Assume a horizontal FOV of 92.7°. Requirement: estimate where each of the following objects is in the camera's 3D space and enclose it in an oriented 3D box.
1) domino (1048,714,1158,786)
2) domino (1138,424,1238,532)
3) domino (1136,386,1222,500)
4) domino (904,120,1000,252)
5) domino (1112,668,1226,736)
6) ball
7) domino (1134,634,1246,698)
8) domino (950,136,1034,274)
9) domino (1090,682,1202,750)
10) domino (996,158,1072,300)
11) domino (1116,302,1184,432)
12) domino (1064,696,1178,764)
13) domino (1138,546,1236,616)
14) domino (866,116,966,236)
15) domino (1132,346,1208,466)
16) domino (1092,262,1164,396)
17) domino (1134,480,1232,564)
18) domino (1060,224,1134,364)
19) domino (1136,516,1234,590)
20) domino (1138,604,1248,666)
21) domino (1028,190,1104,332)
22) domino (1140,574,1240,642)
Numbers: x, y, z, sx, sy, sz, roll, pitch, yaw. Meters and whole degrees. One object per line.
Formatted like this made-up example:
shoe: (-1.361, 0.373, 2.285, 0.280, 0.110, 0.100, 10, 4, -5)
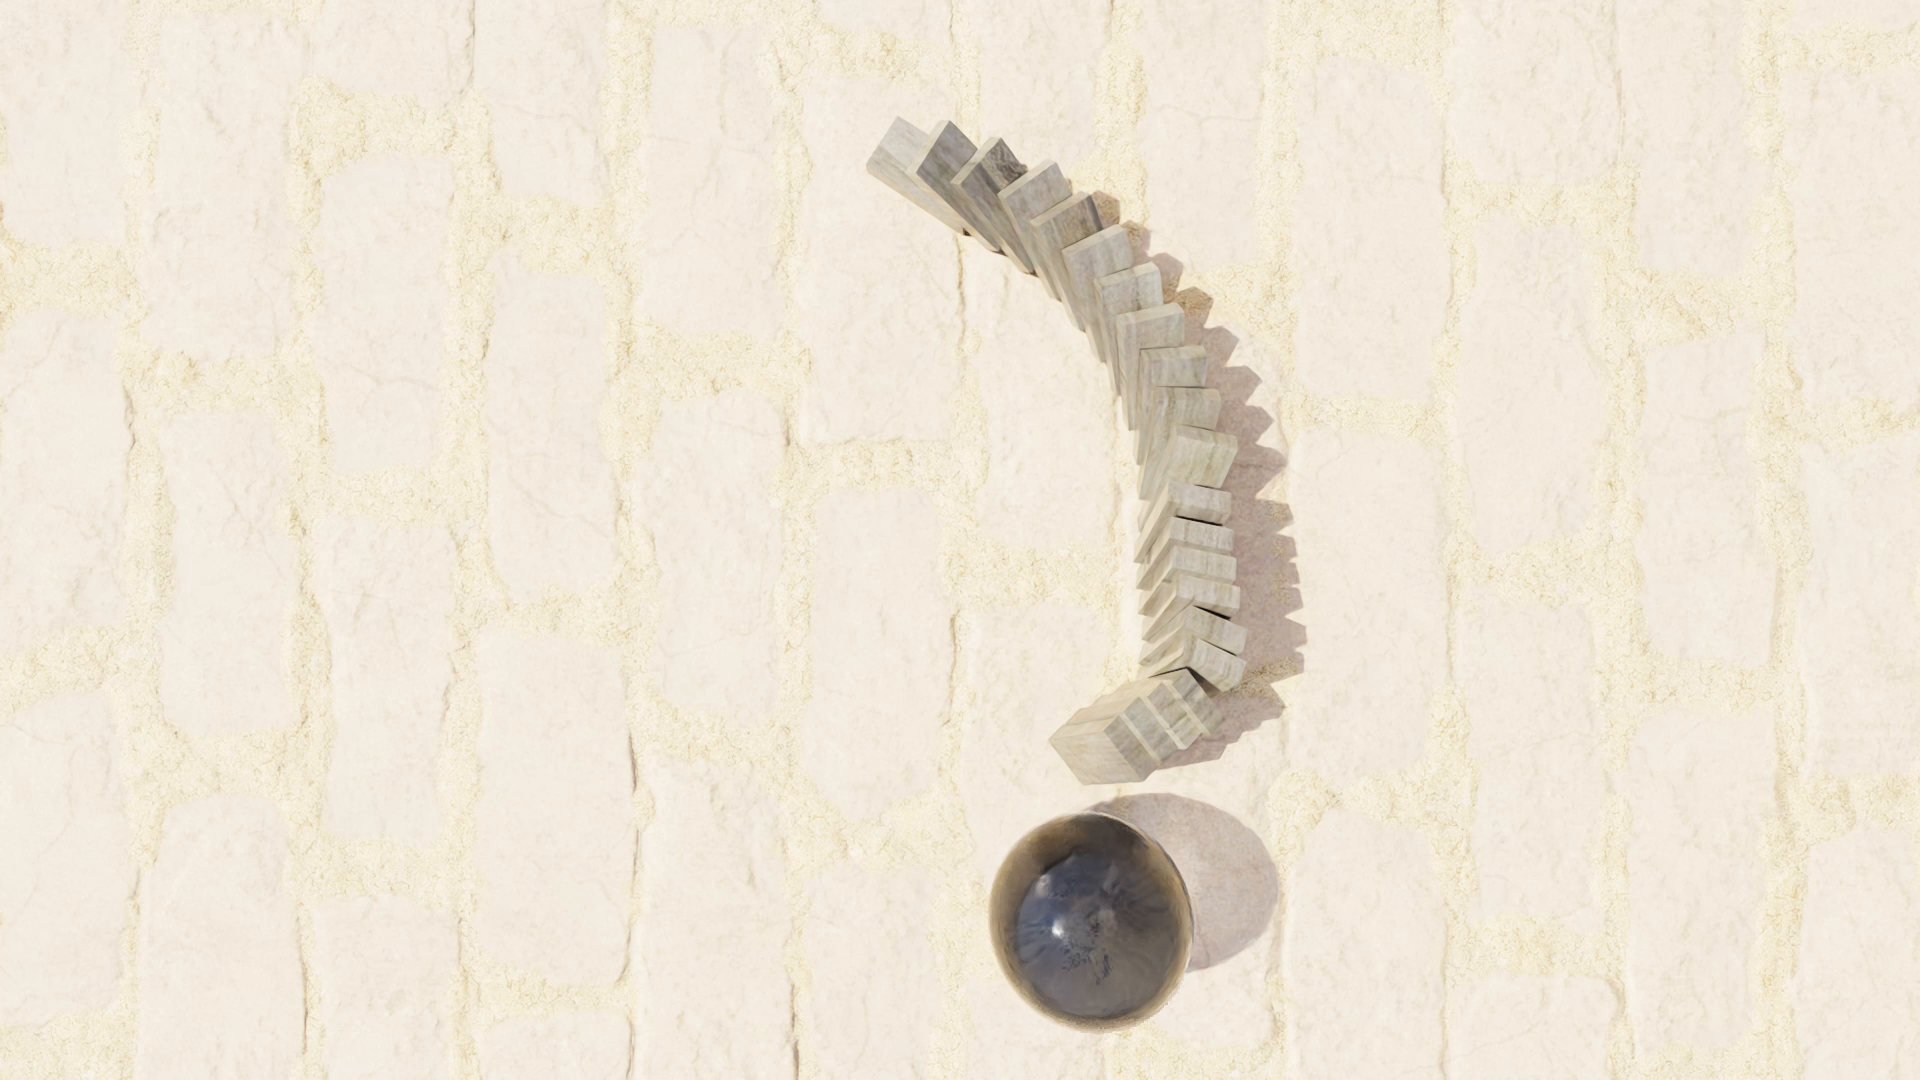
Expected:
domino: (0.057, 0.087, 0.375, 0.010, 0.050, 0.025, -38, 90, -26)
domino: (0.094, -0.023, 0.380, 0.025, 0.010, 0.050, 12, 129, -2)
domino: (0.090, -0.039, 0.380, 0.025, 0.009, 0.050, 3, 130, 0)
domino: (0.004, -0.146, 0.381, 0.050, 0.010, 0.025, 33, 91, -36)
domino: (0.083, 0.069, 0.375, 0.010, 0.050, 0.025, -38, 90, -26)
ball: (0.051, 0.148, 0.360, 0.080, 0.080, 0.080, 0, 90, 0)
domino: (0.093, 0.056, 0.375, 0.025, 0.050, 0.010, 26, 63, -1)
domino: (0.021, -0.139, 0.381, 0.025, 0.009, 0.050, -49, 126, -1)
domino: (0.074, 0.074, 0.375, 0.010, 0.050, 0.025, -38, 90, -26)
domino: (0.038, -0.129, 0.382, 0.025, 0.009, 0.050, -35, 125, 0)
domino: (0.080, -0.071, 0.381, 0.025, 0.010, 0.050, -12, 129, 0)
domino: (0.065, 0.080, 0.375, 0.009, 0.050, 0.025, -38, 90, -26)
domino: (0.092, 0.020, 0.376, 0.025, 0.050, 0.010, 12, 64, 0)
domino: (-0.013, -0.157, 0.395, 0.050, 0.010, 0.025, 34, 90, 0)
domino: (0.087, -0.055, 0.381, 0.025, 0.010, 0.050, -4, 129, 0)
domino: (0.072, -0.087, 0.382, 0.025, 0.009, 0.050, -17, 126, 0)
domino: (0.090, -0.004, 0.376, 0.025, 0.050, 0.009, 11, 60, 0)
domino: (0.062, -0.102, 0.382, 0.025, 0.009, 0.050, -25, 126, 0)
domino: (0.091, 0.009, 0.376, 0.025, 0.050, 0.009, 12, 64, 0)
domino: (0.094, 0.044, 0.376, 0.025, 0.050, 0.010, 23, 63, 0)
domino: (0.050, -0.115, 0.382, 0.025, 0.009, 0.050, -31, 125, 0)
domino: (0.093, 0.031, 0.376, 0.025, 0.050, 0.010, 12, 64, 0)
